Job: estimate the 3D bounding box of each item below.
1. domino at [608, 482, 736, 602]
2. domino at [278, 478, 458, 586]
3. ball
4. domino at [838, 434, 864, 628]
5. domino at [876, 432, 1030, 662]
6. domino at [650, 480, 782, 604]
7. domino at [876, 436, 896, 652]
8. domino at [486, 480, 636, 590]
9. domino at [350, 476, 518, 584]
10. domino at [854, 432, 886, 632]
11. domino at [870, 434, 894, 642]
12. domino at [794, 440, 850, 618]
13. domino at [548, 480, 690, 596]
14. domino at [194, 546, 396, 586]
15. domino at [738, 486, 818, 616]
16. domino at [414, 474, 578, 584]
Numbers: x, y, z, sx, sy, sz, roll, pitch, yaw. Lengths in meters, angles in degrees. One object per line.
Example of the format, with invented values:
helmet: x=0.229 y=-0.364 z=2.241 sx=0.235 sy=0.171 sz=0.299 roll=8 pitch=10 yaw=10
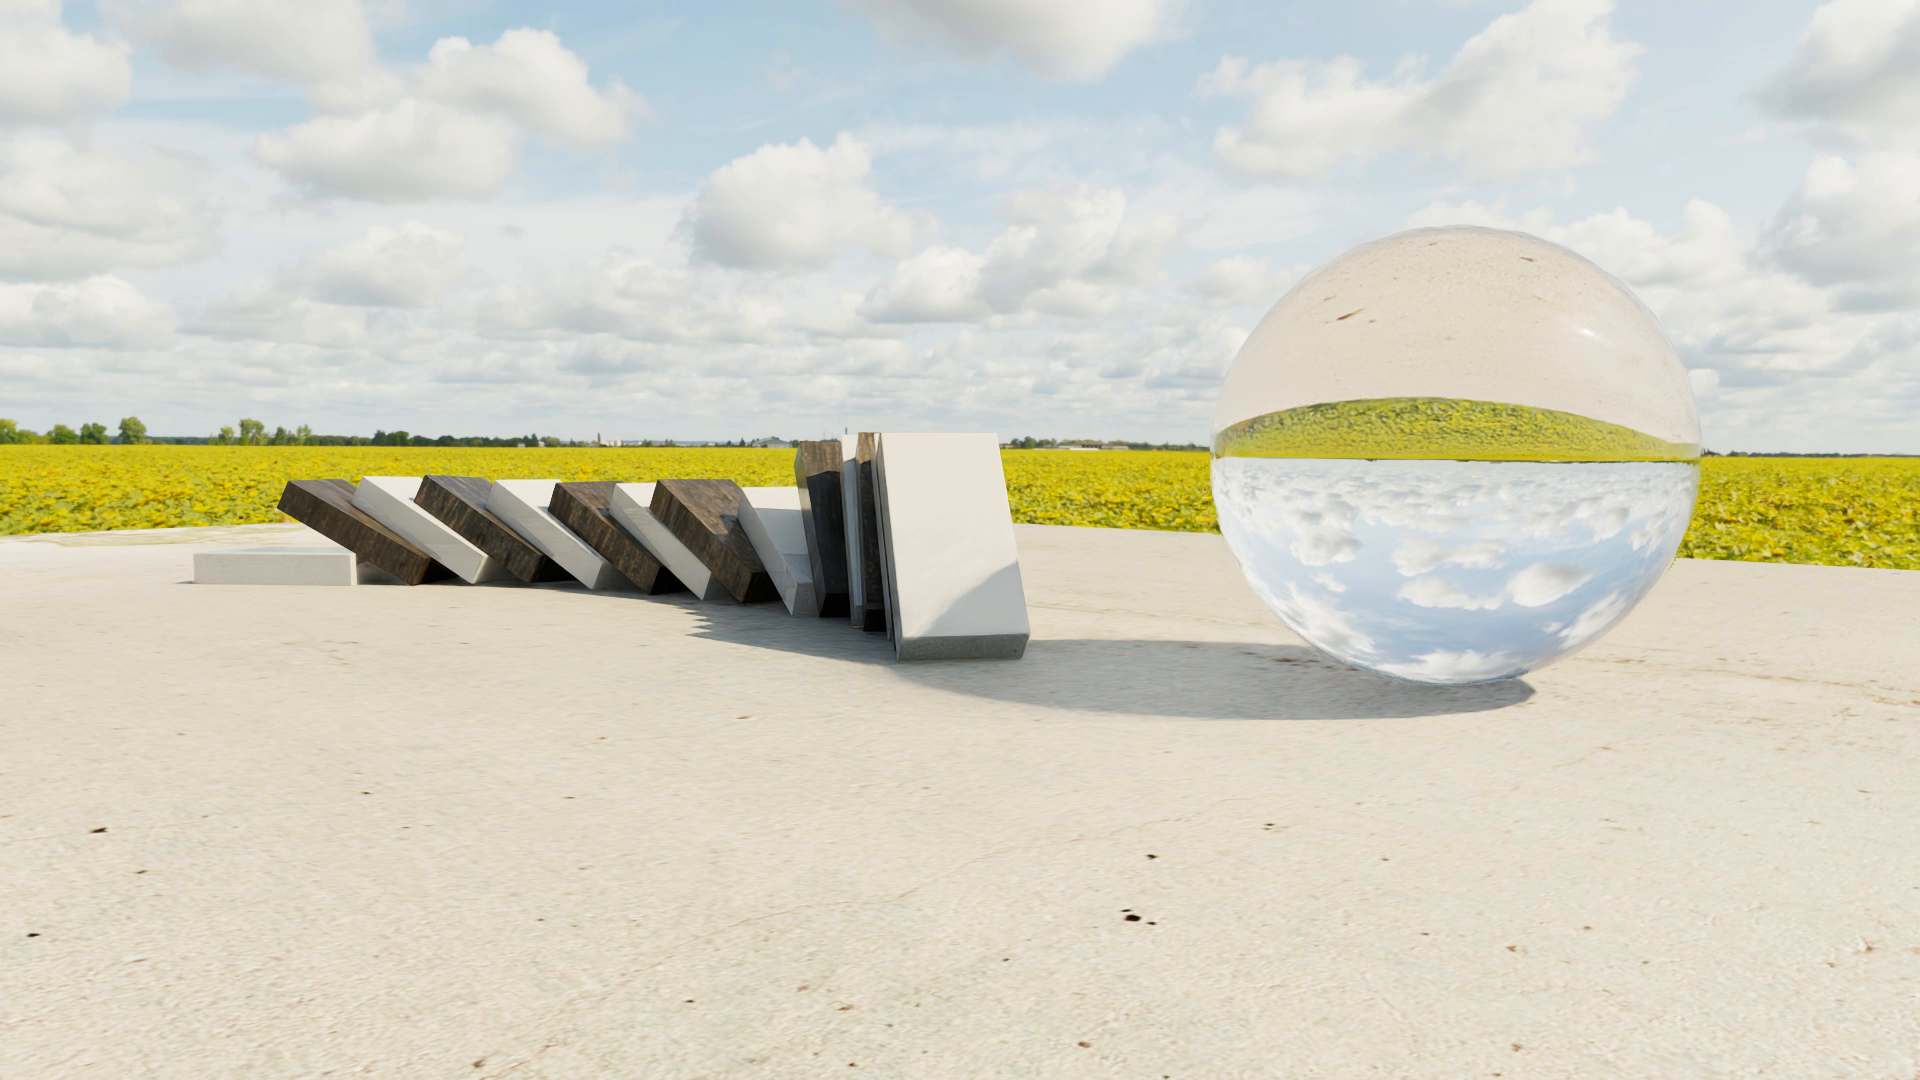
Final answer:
domino: x=-0.076 y=-0.001 z=0.369 sx=0.025 sy=0.009 sz=0.050 roll=-5 pitch=33 yaw=-48
domino: x=-0.182 y=-0.003 z=0.399 sx=0.050 sy=0.010 sz=0.025 roll=28 pitch=8 yaw=7
ball: x=0.085 y=-0.014 z=0.226 sx=0.080 sy=0.080 sz=0.080 roll=0 pitch=4 yaw=0
domino: x=-0.015 y=-0.003 z=0.311 sx=0.025 sy=0.050 sz=0.010 roll=-1 pitch=-35 yaw=-10
domino: x=-0.002 y=0.000 z=0.264 sx=0.025 sy=0.050 sz=0.010 roll=-1 pitch=-35 yaw=-11
domino: x=-0.062 y=-0.001 z=0.356 sx=0.025 sy=0.010 sz=0.050 roll=-3 pitch=33 yaw=-46
domino: x=-0.003 y=-0.001 z=0.276 sx=0.025 sy=0.050 sz=0.009 roll=-1 pitch=-35 yaw=-11
domino: x=-0.117 y=-0.002 z=0.390 sx=0.050 sy=0.009 sz=0.025 roll=32 pitch=18 yaw=25
domino: x=-0.161 y=-0.004 z=0.400 sx=0.050 sy=0.010 sz=0.025 roll=30 pitch=11 yaw=14
domino: x=-0.011 y=-0.003 z=0.299 sx=0.025 sy=0.050 sz=0.009 roll=1 pitch=-35 yaw=-9
domino: x=-0.005 y=-0.001 z=0.288 sx=0.025 sy=0.050 sz=0.009 roll=-1 pitch=-35 yaw=-11
domino: x=-0.026 y=-0.003 z=0.325 sx=0.025 sy=0.050 sz=0.010 roll=0 pitch=-40 yaw=-19
domino: x=-0.096 y=-0.001 z=0.380 sx=0.050 sy=0.009 sz=0.025 roll=34 pitch=22 yaw=29
domino: x=-0.206 y=0.008 z=0.399 sx=0.050 sy=0.009 sz=0.025 roll=0 pitch=4 yaw=5
domino: x=-0.040 y=0.002 z=0.340 sx=0.025 sy=0.010 sz=0.050 roll=-2 pitch=31 yaw=-27
domino: x=-0.141 y=-0.004 z=0.396 sx=0.050 sy=0.009 sz=0.025 roll=31 pitch=11 yaw=19
